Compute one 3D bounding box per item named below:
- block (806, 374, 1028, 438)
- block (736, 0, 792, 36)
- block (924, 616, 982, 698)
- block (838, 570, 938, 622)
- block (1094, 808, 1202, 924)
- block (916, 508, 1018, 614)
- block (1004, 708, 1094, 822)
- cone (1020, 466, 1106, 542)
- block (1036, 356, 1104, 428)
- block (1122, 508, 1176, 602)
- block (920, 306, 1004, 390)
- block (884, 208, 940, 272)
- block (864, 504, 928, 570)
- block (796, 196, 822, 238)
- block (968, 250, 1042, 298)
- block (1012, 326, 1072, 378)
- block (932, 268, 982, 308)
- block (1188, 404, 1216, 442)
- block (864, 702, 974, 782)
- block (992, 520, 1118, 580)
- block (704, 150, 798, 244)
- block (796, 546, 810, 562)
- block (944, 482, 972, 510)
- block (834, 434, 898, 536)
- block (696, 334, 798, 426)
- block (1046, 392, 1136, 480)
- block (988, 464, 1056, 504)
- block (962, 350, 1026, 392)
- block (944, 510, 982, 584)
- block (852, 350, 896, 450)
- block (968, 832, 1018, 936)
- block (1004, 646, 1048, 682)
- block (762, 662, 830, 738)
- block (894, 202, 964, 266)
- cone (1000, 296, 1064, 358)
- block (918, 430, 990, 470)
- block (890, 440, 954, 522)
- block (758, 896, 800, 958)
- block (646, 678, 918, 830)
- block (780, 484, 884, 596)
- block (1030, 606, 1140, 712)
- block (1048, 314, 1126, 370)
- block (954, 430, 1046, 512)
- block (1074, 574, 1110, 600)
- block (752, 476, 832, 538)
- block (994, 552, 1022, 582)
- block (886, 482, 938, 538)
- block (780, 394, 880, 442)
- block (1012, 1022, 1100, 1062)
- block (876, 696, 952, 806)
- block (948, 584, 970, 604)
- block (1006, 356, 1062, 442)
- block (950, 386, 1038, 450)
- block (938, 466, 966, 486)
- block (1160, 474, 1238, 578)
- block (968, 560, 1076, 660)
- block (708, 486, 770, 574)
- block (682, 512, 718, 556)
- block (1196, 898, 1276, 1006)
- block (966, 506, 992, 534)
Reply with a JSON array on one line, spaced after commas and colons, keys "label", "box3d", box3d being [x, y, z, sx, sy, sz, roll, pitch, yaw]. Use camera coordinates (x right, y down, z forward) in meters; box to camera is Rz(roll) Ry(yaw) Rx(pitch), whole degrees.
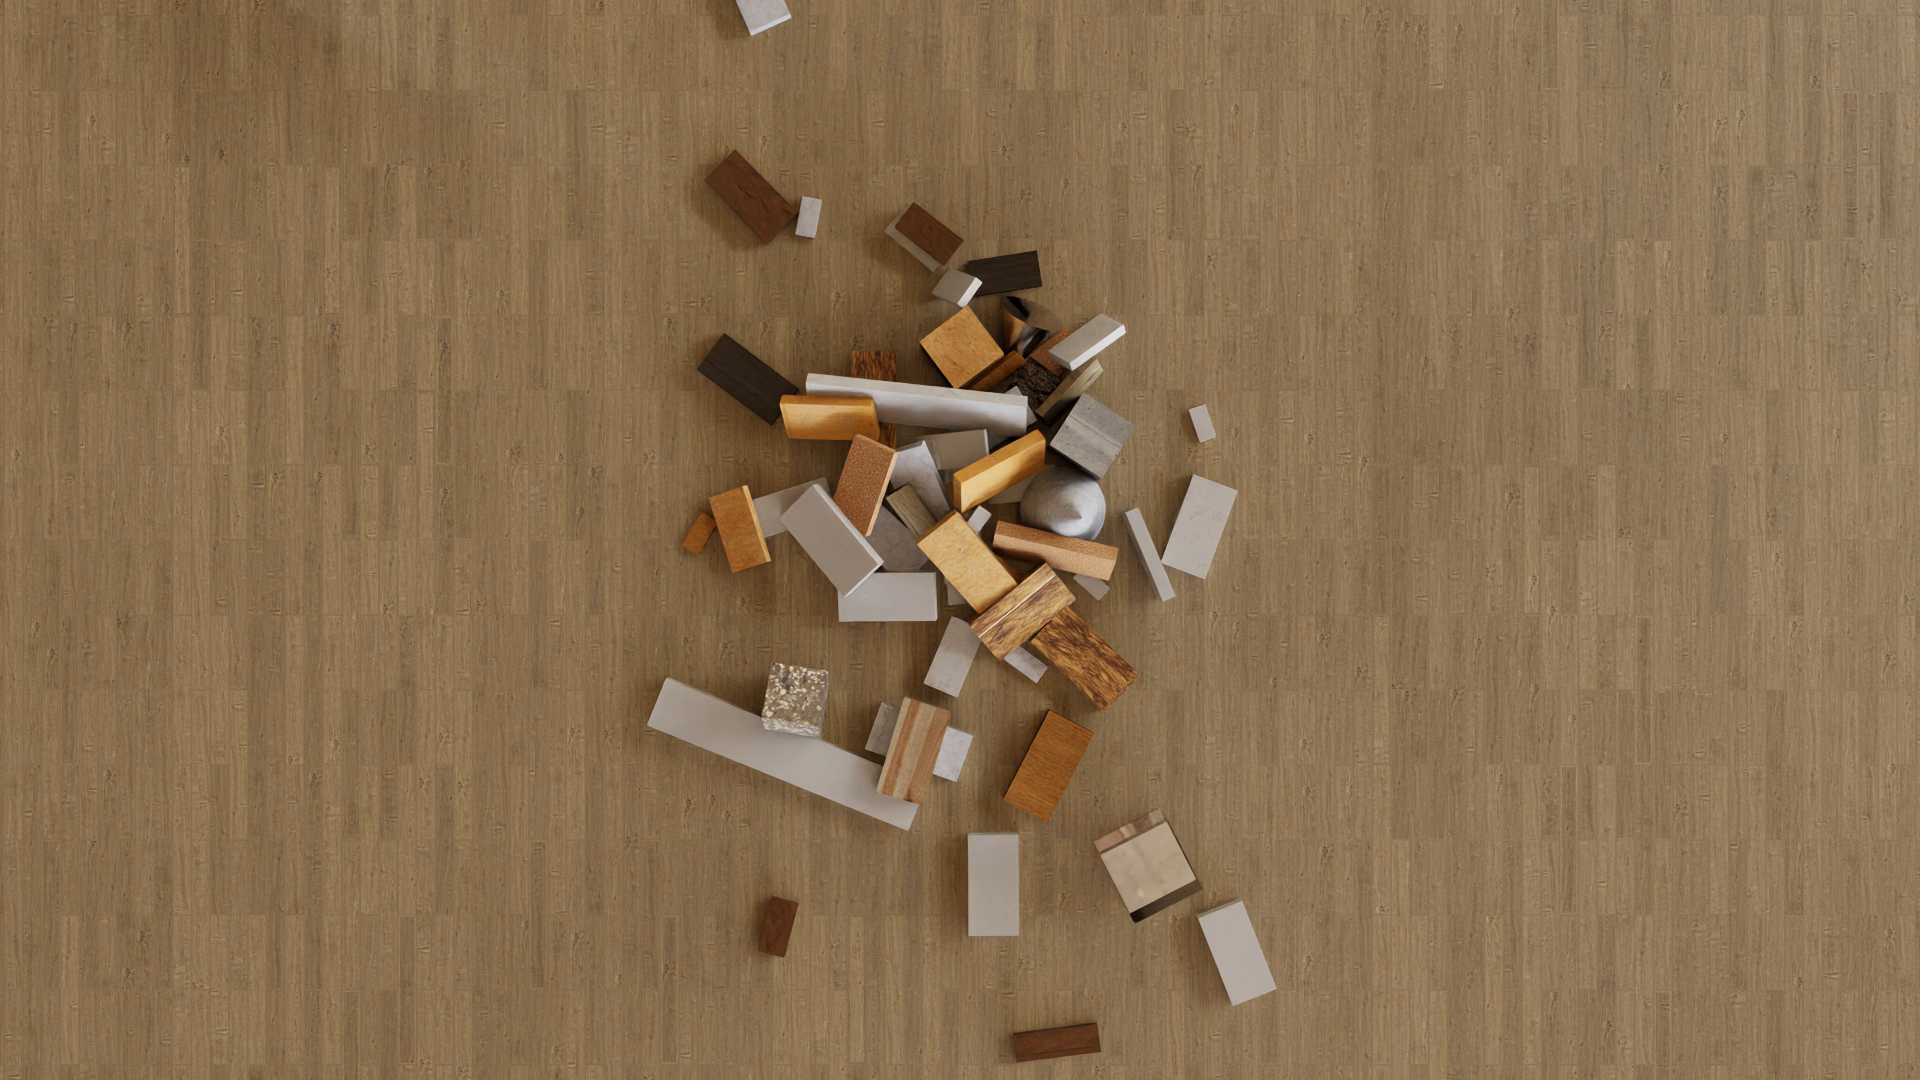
[{"label": "block", "box3d": [-0.140, -0.438, 5.361, 0.717, 0.153, 0.043, 7, 53, 6]}, {"label": "block", "box3d": [-0.689, -1.845, 5.479, 0.146, 0.041, 0.293, -24, 90, 0]}, {"label": "block", "box3d": [-0.018, 0.387, 5.483, 0.122, 0.034, 0.243, 23, 90, 0]}, {"label": "block", "box3d": [-0.240, 0.184, 5.443, 0.323, 0.046, 0.162, -1, 100, 7]}, {"label": "block", "box3d": [0.610, 1.059, 5.378, 0.245, 0.245, 0.245, -27, 90, 0]}, {"label": "block", "box3d": [0.024, 0.072, 5.375, 0.163, 0.046, 0.326, -38, 110, 9]}, {"label": "block", "box3d": [0.293, 0.749, 5.476, 0.166, 0.047, 0.333, 27, 90, 0]}, {"label": "cone", "box3d": [0.362, -0.083, 5.331, 0.290, 0.290, 0.290, -1, 96, -8]}, {"label": "block", "box3d": [0.362, -0.492, 5.441, 0.262, 0.114, 0.032, -47, 68, 0]}, {"label": "block", "box3d": [0.617, 0.047, 5.422, 0.044, 0.156, 0.312, -23, 90, 0]}, {"label": "block", "box3d": [0.005, -0.619, 5.402, 0.195, 0.195, 0.195, -37, 90, 0]}, {"label": "block", "box3d": [-0.138, -0.998, 5.485, 0.208, 0.029, 0.104, 40, 90, 0]}, {"label": "block", "box3d": [-0.245, -0.004, 5.469, 0.297, 0.042, 0.148, 42, 89, -3]}, {"label": "block", "box3d": [-0.504, -1.073, 5.491, 0.065, 0.018, 0.130, 11, 90, 0]}, {"label": "block", "box3d": [0.148, -0.884, 5.483, 0.234, 0.033, 0.117, -9, 90, 0]}, {"label": "block", "box3d": [0.296, -0.593, 5.483, 0.234, 0.033, 0.117, -43, 90, 0]}, {"label": "block", "box3d": [-0.012, -0.826, 5.403, 0.029, 0.208, 0.104, 35, 90, -31]}, {"label": "block", "box3d": [0.806, -0.388, 5.492, 0.058, 0.016, 0.115, -19, 90, 0]}, {"label": "block", "box3d": [-0.136, 0.670, 5.477, 0.323, 0.046, 0.162, 20, 90, 0]}, {"label": "block", "box3d": [0.308, 0.036, 5.405, 0.400, 0.169, 0.048, 13, 67, 2]}, {"label": "block", "box3d": [-0.693, -1.138, 5.479, 0.146, 0.041, 0.293, -45, 90, 0]}, {"label": "block", "box3d": [-0.495, 0.020, 5.493, 0.050, 0.014, 0.100, 45, 90, 0]}, {"label": "block", "box3d": [0.006, -0.240, 5.481, 0.132, 0.037, 0.264, 14, 90, 0]}, {"label": "block", "box3d": [-0.317, -0.177, 5.366, 0.149, 0.042, 0.297, 25, 107, 16]}, {"label": "block", "box3d": [-0.704, -0.533, 5.478, 0.306, 0.043, 0.153, 37, 90, 0]}, {"label": "block", "box3d": [0.427, -0.337, 5.400, 0.201, 0.201, 0.201, 33, 90, 0]}, {"label": "block", "box3d": [0.206, -0.185, 5.484, 0.228, 0.032, 0.114, -5, 90, 0]}, {"label": "block", "box3d": [0.113, -0.542, 5.437, 0.217, 0.065, 0.018, -36, 53, 18]}, {"label": "block", "box3d": [0.009, 0.024, 5.414, 0.122, 0.034, 0.243, 0, 107, 0]}, {"label": "block", "box3d": [-0.286, -0.441, 5.479, 0.146, 0.041, 0.370, 0, 90, 0]}, {"label": "block", "box3d": [0.111, 1.142, 5.476, 0.167, 0.047, 0.333, 0, 90, 0]}, {"label": "block", "box3d": [0.219, 0.409, 5.490, 0.135, 0.019, 0.068, 37, 90, 0]}, {"label": "block", "box3d": [-0.535, 0.524, 5.384, 0.183, 0.183, 0.183, 9, 72, 0]}, {"label": "block", "box3d": [-0.102, -1.012, 5.456, 0.208, 0.029, 0.104, 37, 90, 0]}, {"label": "cone", "box3d": [0.194, -0.648, 5.448, 0.231, 0.231, 0.231, 24, 117, 0]}, {"label": "block", "box3d": [-0.021, -0.293, 5.374, 0.228, 0.032, 0.114, -5, 94, 18]}, {"label": "block", "box3d": [-0.132, -0.170, 5.401, 0.148, 0.042, 0.297, -16, 114, 19]}, {"label": "block", "box3d": [-0.604, 1.287, 5.487, 0.092, 0.026, 0.184, 15, 90, 0]}, {"label": "block", "box3d": [-0.572, 0.710, 5.476, 0.932, 0.047, 0.167, 22, 90, 0]}, {"label": "block", "box3d": [-0.421, 0.000, 5.388, 0.169, 0.048, 0.338, -43, 82, 22]}, {"label": "block", "box3d": [0.414, 0.391, 5.476, 0.338, 0.048, 0.169, 43, 90, 0]}, {"label": "block", "box3d": [0.416, -0.651, 5.414, 0.234, 0.117, 0.033, -36, 132, -17]}, {"label": "block", "box3d": [0.128, -0.223, 5.355, 0.326, 0.163, 0.046, -29, 60, -17]}, {"label": "block", "box3d": [0.437, 0.143, 5.492, 0.115, 0.016, 0.058, 42, 90, 0]}, {"label": "block", "box3d": [-0.553, -0.108, 5.481, 0.262, 0.037, 0.131, -18, 90, 0]}, {"label": "block", "box3d": [0.145, 0.111, 5.473, 0.135, 0.019, 0.067, 40, 90, -15]}, {"label": "block", "box3d": [-0.152, -0.094, 5.407, 0.092, 0.026, 0.184, -29, 109, 24]}, {"label": "block", "box3d": [-0.425, -0.399, 5.400, 0.306, 0.153, 0.043, 2, 47, 11]}, {"label": "block", "box3d": [0.322, 1.671, 5.487, 0.282, 0.026, 0.092, -7, 90, 0]}, {"label": "block", "box3d": [-0.152, 0.694, 5.431, 0.162, 0.046, 0.323, 17, 90, 0]}, {"label": "block", "box3d": [0.014, 0.089, 5.483, 0.121, 0.034, 0.243, -4, 90, 0]}, {"label": "block", "box3d": [0.209, -0.460, 5.455, 0.132, 0.037, 0.264, 36, 101, 2]}, {"label": "block", "box3d": [0.109, -0.382, 5.429, 0.264, 0.037, 0.132, -31, 90, 7]}, {"label": "block", "box3d": [-0.077, -0.240, 5.434, 0.300, 0.037, 0.131, -22, 89, 18]}, {"label": "block", "box3d": [0.792, -0.044, 5.478, 0.156, 0.044, 0.312, 20, 90, 0]}, {"label": "block", "box3d": [0.204, 0.232, 5.434, 0.326, 0.046, 0.163, -39, 105, 4]}, {"label": "block", "box3d": [-0.729, -0.035, 5.462, 0.131, 0.037, 0.262, -18, 90, 18]}, {"label": "block", "box3d": [-0.864, -0.022, 5.491, 0.065, 0.018, 0.130, 31, 90, 0]}, {"label": "block", "box3d": [0.918, 1.368, 5.478, 0.156, 0.044, 0.312, -22, 90, 0]}, {"label": "block", "box3d": [0.026, -0.023, 5.374, 0.050, 0.014, 0.191, 35, 104, -10]}]
